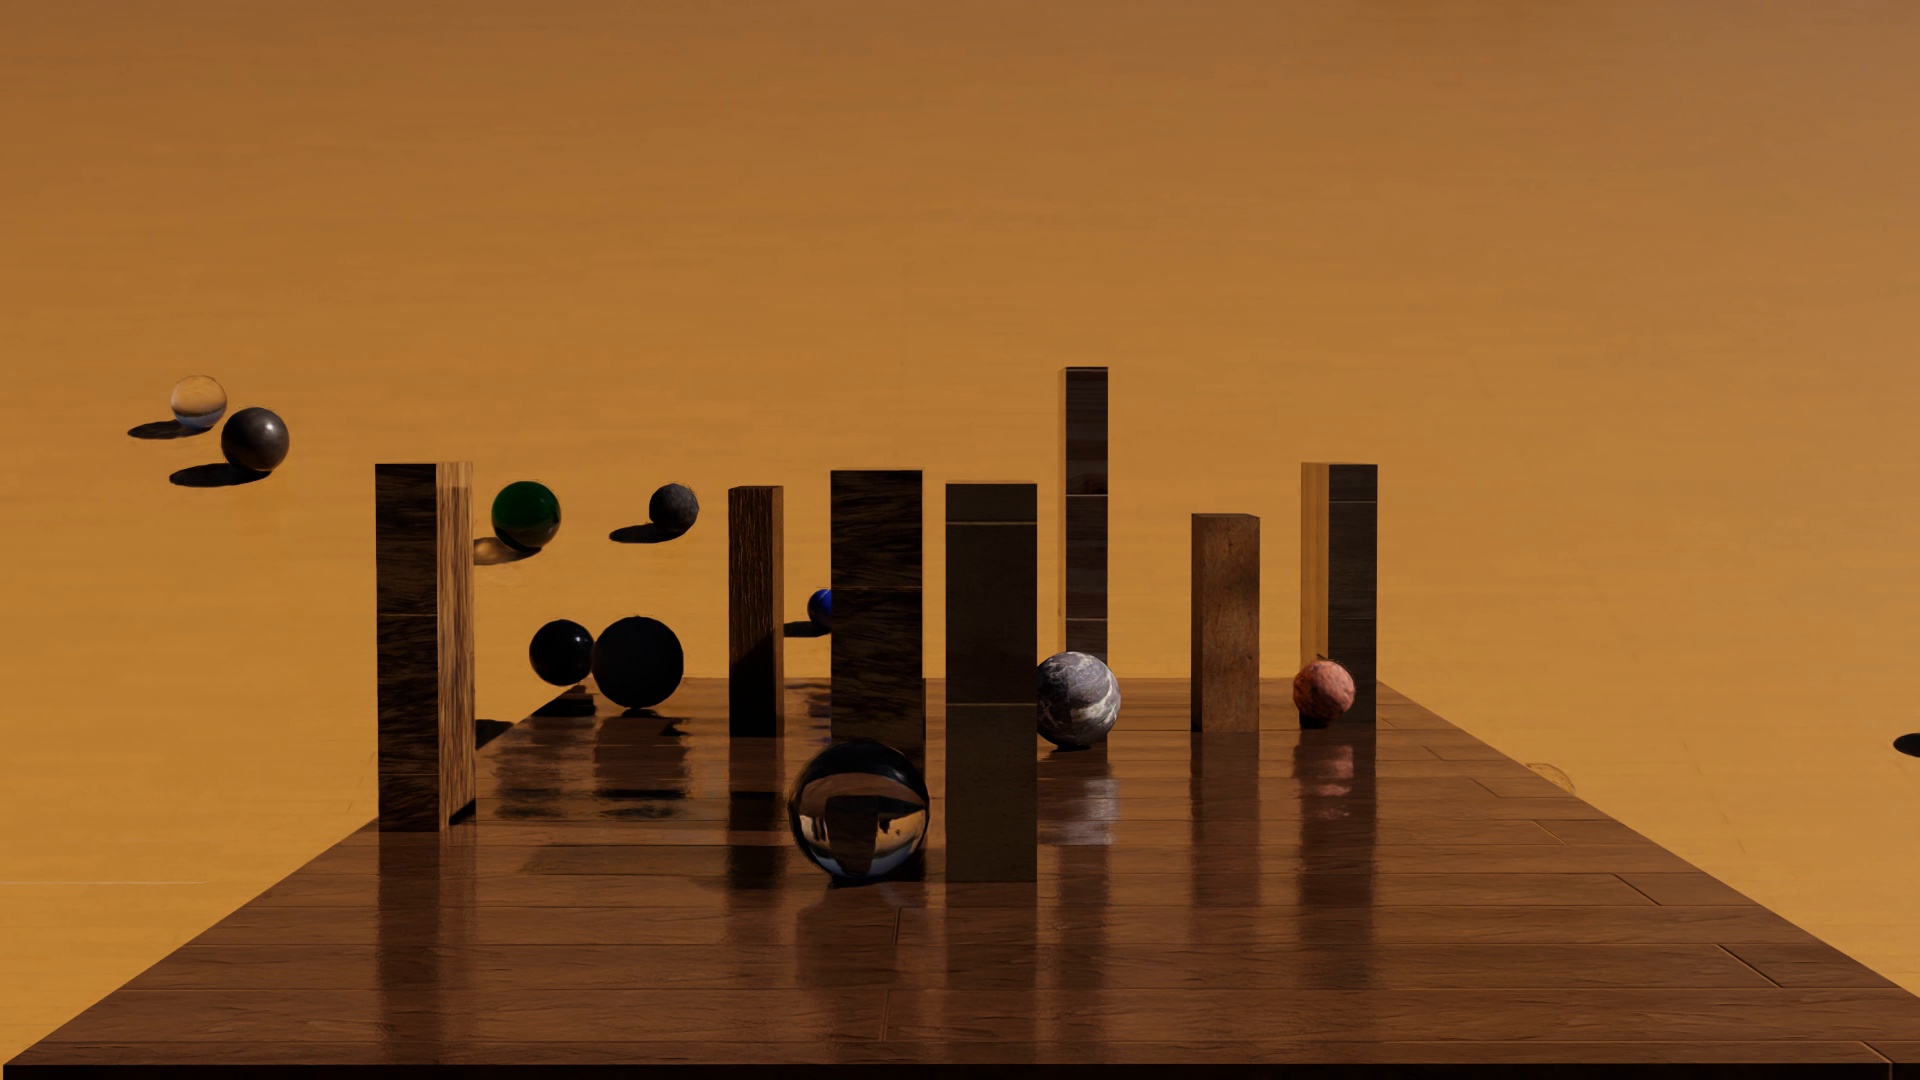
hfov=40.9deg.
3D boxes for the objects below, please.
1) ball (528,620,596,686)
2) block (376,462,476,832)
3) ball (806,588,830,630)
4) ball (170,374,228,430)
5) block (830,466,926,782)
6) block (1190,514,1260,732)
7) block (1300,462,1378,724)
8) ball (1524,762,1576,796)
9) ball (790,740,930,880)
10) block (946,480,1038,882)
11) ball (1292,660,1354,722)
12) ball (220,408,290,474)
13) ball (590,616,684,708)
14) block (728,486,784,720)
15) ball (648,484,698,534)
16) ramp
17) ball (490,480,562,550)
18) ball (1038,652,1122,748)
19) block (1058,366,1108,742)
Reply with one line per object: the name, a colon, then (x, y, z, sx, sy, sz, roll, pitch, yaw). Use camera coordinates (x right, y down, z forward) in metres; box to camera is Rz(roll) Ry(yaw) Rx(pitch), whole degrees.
ball: (-0.989, 0.282, 6.407, 0.168, 0.168, 0.168, 0, 23, 0)
block: (-0.859, 0.162, 4.154, 0.095, 0.575, 0.303, 0, 2, 0)
ball: (-0.361, 0.188, 7.010, 0.111, 0.111, 0.111, 0, 23, 0)
ball: (-2.489, -0.452, 8.419, 0.178, 0.178, 0.178, 0, 23, 0)
block: (-0.130, 0.165, 4.207, 0.142, 0.564, 0.422, 0, 2, 0)
block: (0.562, 0.170, 5.471, 0.118, 0.447, 0.263, 0, 2, 0)
block: (0.839, 0.106, 5.721, 0.104, 0.554, 0.443, 0, 2, 0)
ball: (1.342, 0.601, 5.967, 0.172, 0.172, 0.172, 0, 23, 0)
ball: (-0.139, 0.375, 3.586, 0.195, 0.195, 0.195, 0, 23, 0)
block: (0.043, 0.193, 3.684, 0.126, 0.552, 0.271, 0, 2, 0)
ball: (0.769, 0.320, 5.445, 0.130, 0.130, 0.130, 0, 23, 0)
ball: (-2.203, -0.310, 8.049, 0.209, 0.209, 0.209, 0, 23, 0)
ball: (-0.727, 0.276, 5.808, 0.209, 0.209, 0.209, 0, 23, 0)
block: (-0.454, 0.132, 5.760, 0.096, 0.500, 0.357, 0, 2, 0)
ball: (-0.848, -0.092, 7.618, 0.148, 0.148, 0.148, 0, 23, 0)
ramp: (0.053, 0.483, 4.539, 2.000, 0.100, 4.000, 0, 2, 0)
ball: (-1.263, -0.071, 7.495, 0.205, 0.205, 0.205, 0, 23, 0)
ball: (0.223, 0.315, 5.081, 0.191, 0.191, 0.191, 0, 23, 0)
block: (0.254, 0.021, 5.372, 0.084, 0.754, 0.415, 0, 2, 0)
